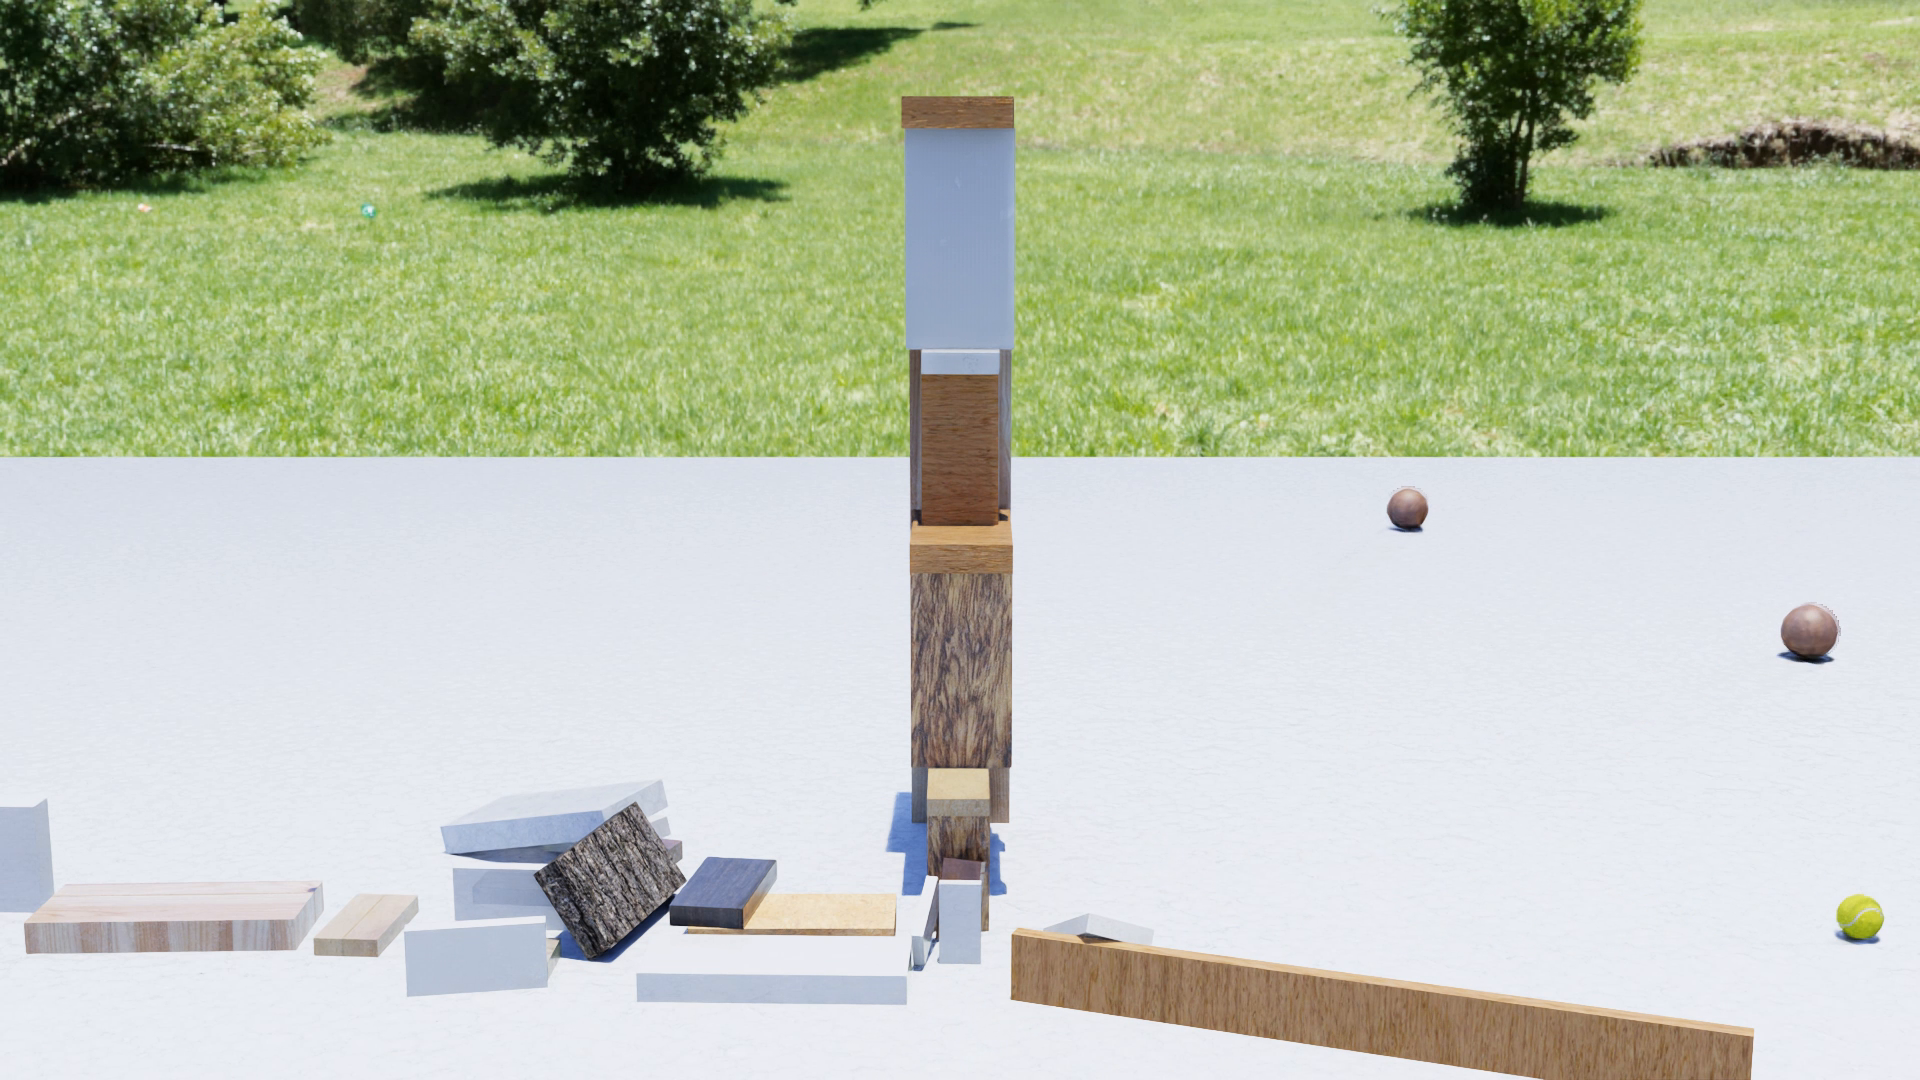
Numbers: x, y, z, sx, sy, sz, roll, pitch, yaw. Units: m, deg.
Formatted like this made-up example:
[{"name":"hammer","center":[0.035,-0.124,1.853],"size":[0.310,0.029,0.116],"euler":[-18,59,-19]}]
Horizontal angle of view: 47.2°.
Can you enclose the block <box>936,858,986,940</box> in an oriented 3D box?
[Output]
[{"name":"block","center":[0.001,0.566,3.450],"size":[0.064,0.128,0.018],"euler":[4,-4,21]}]

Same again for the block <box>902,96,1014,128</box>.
[{"name":"block","center":[0.001,-0.723,3.724],"size":[0.180,0.051,0.360],"euler":[0,11,2]}]

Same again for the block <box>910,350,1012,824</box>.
[{"name":"block","center":[0.001,-0.099,3.941],"size":[0.180,1.255,0.051],"euler":[0,12,1]}]

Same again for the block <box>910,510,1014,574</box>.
[{"name":"block","center":[0.003,0.000,3.675],"size":[0.166,0.047,0.331],"euler":[0,11,0]}]

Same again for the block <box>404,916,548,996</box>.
[{"name":"block","center":[-0.715,0.616,3.253],"size":[0.203,0.102,0.029],"euler":[-2,11,-10]}]

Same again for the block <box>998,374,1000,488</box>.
[{"name":"block","center":[0.004,-0.048,3.864],"size":[0.128,0.535,0.036],"euler":[0,10,0]}]

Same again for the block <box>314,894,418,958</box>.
[{"name":"block","center":[-0.939,0.610,3.485],"size":[0.101,0.029,0.202],"euler":[1,11,4]}]

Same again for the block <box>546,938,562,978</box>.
[{"name":"block","center":[-0.717,0.636,3.343],"size":[0.202,0.029,0.101],"euler":[0,11,1]}]

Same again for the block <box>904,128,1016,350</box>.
[{"name":"block","center":[0.000,-0.498,3.640],"size":[0.180,0.360,0.051],"euler":[0,11,1]}]

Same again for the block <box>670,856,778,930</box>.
[{"name":"block","center":[-0.374,0.559,3.497],"size":[0.117,0.033,0.234],"euler":[1,11,8]}]

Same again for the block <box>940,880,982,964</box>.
[{"name":"block","center":[0.000,0.583,3.355],"size":[0.064,0.128,0.018],"euler":[0,11,2]}]

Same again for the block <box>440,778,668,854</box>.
[{"name":"block","center":[-0.713,0.485,3.860],"size":[0.359,0.051,0.180],"euler":[-9,7,28]}]

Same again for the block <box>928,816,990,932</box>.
[{"name":"block","center":[-0.003,0.523,3.493],"size":[0.098,0.196,0.028],"euler":[0,10,1]}]

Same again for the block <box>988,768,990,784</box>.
[{"name":"block","center":[0.004,0.465,3.816],"size":[0.096,0.193,0.027],"euler":[0,11,0]}]

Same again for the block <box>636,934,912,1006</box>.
[{"name":"block","center":[-0.272,0.639,3.280],"size":[0.395,0.045,0.158],"euler":[0,11,2]}]

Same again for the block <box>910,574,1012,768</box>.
[{"name":"block","center":[0.002,0.206,3.601],"size":[0.166,0.331,0.047],"euler":[0,10,0]}]

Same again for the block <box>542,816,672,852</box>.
[{"name":"block","center":[-0.619,0.511,3.829],"size":[0.117,0.033,0.234],"euler":[-18,8,-41]}]

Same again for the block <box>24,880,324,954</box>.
[{"name":"block","center":[-1.241,0.597,3.490],"size":[0.413,0.051,0.180],"euler":[0,11,-2]}]

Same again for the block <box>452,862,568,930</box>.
[{"name":"block","center":[-0.704,0.569,3.508],"size":[0.202,0.101,0.029],"euler":[1,11,4]}]

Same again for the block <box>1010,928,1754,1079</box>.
[{"name":"block","center":[0.555,0.655,3.042],"size":[1.019,0.102,0.029],"euler":[4,11,21]}]

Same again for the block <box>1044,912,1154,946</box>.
[{"name":"block","center":[0.202,0.591,3.265],"size":[0.102,0.029,0.203],"euler":[16,-20,-13]}]

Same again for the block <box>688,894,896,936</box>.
[{"name":"block","center":[-0.260,0.605,3.464],"size":[0.317,0.045,0.158],"euler":[0,11,0]}]

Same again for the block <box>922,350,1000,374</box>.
[{"name":"block","center":[0.004,-0.313,3.730],"size":[0.128,0.036,0.256],"euler":[0,11,1]}]

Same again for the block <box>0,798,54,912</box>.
[{"name":"block","center":[-1.673,0.513,3.592],"size":[0.359,0.180,0.051],"euler":[0,11,2]}]

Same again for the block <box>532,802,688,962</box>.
[{"name":"block","center":[-0.553,0.540,3.511],"size":[0.045,0.158,0.317],"euler":[-32,1,18]}]

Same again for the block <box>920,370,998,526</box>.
[{"name":"block","center":[0.000,-0.154,3.675],"size":[0.128,0.256,0.036],"euler":[0,11,-2]}]

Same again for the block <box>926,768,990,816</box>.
[{"name":"block","center":[-0.003,0.401,3.537],"size":[0.098,0.028,0.196],"euler":[0,10,0]}]

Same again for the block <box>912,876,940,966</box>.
[{"name":"block","center":[-0.053,0.585,3.384],"size":[0.018,0.064,0.128],"euler":[4,36,9]}]

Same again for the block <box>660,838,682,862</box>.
[{"name":"block","center":[-0.579,0.559,3.743],"size":[0.117,0.033,0.250],"euler":[3,11,18]}]
